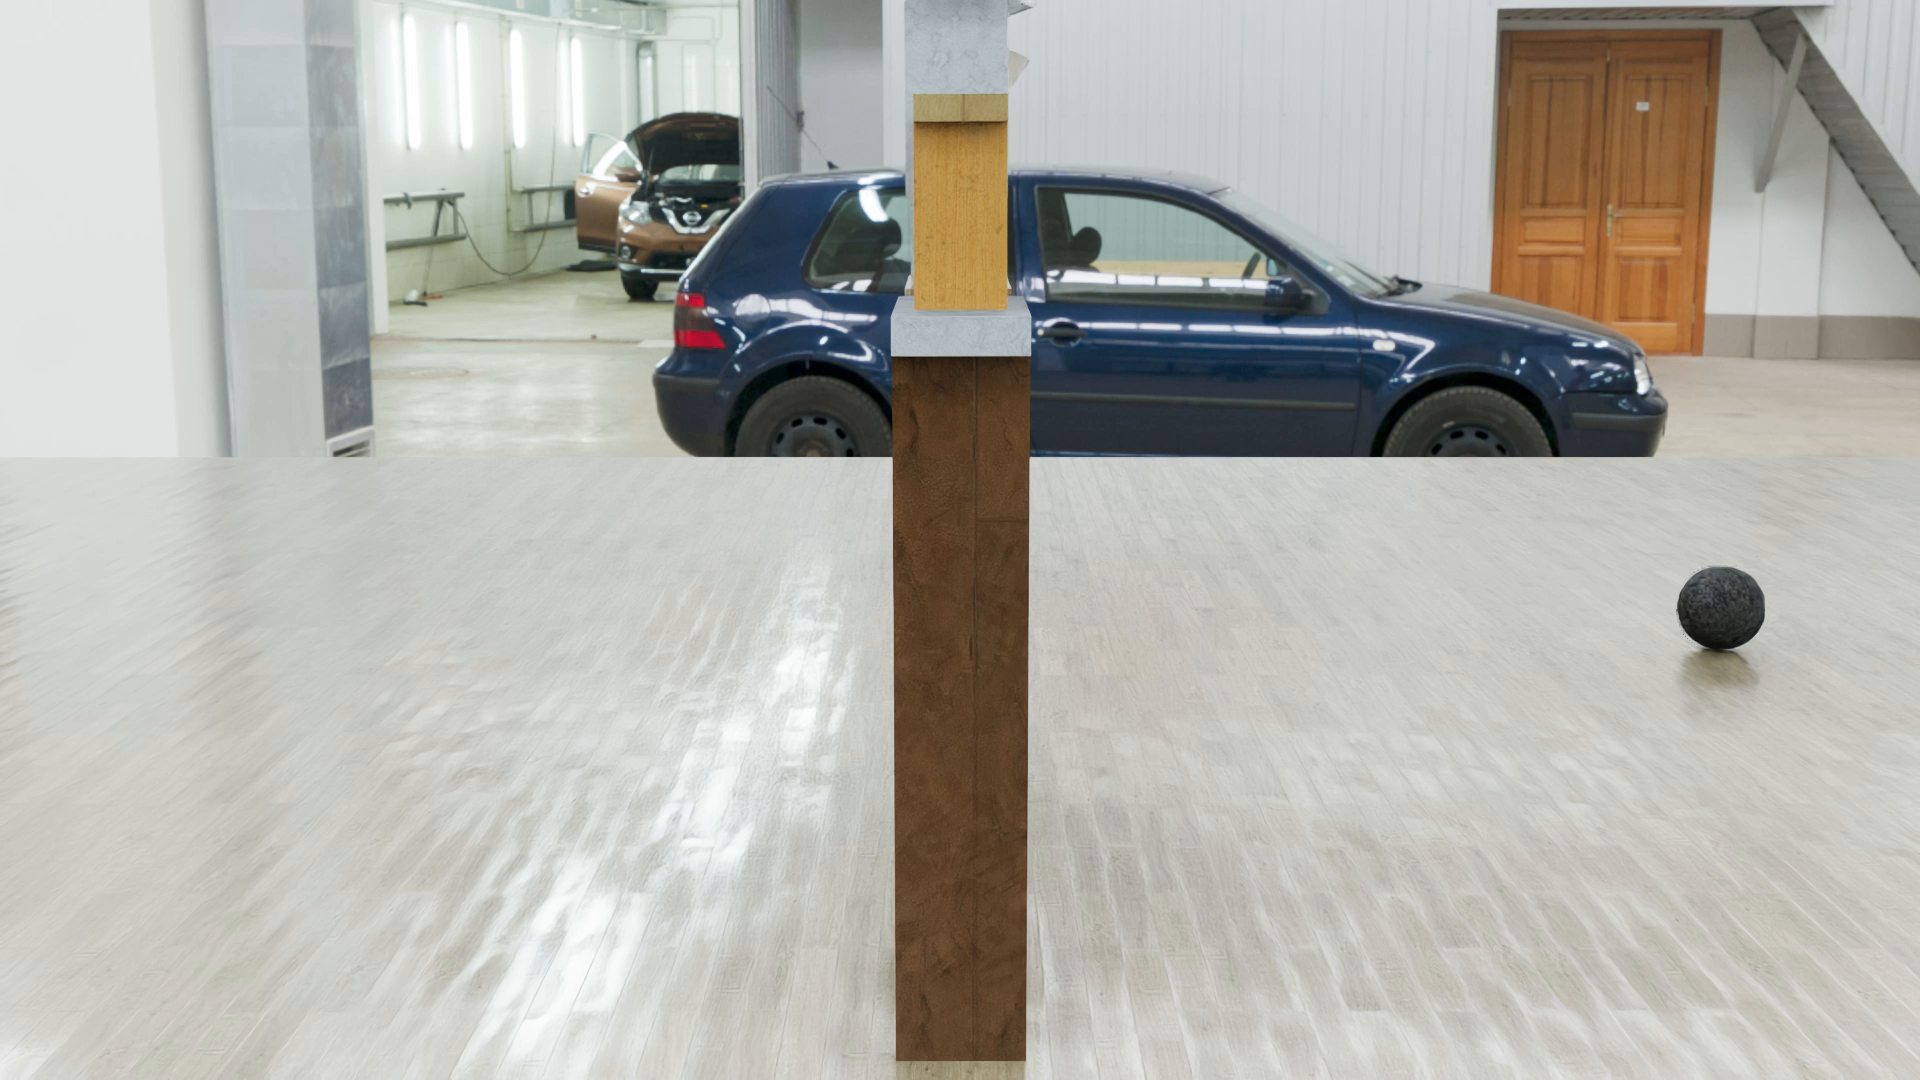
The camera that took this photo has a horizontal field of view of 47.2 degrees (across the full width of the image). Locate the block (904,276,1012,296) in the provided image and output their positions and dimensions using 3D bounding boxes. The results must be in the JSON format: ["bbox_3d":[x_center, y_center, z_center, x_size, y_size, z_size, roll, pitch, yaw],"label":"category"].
[{"bbox_3d":[-0.004,-0.421,3.797,0.176,0.050,0.352,0,11,0],"label":"block"}]

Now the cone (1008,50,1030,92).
[{"bbox_3d":[0.063,-1.169,5.793,0.212,0.212,0.212,8,-2,0],"label":"cone"}]

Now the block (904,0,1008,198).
[{"bbox_3d":[-0.006,-0.670,3.301,0.153,0.306,0.043,0,11,0],"label":"block"}]

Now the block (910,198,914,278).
[{"bbox_3d":[-0.003,-0.632,3.877,0.167,0.335,0.047,0,11,0],"label":"block"}]

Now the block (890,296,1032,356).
[{"bbox_3d":[0.001,-0.291,2.968,0.178,0.050,0.356,0,10,0],"label":"block"}]

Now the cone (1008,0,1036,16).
[{"bbox_3d":[0.003,-1.440,5.945,0.289,0.289,0.289,-44,-8,23],"label":"cone"}]

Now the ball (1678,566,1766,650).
[{"bbox_3d":[1.865,0.166,5.388,0.206,0.206,0.206,0,11,0],"label":"ball"}]

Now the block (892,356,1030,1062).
[{"bbox_3d":[0.001,0.232,2.944,0.178,0.969,0.050,0,11,0],"label":"block"}]

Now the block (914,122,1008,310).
[{"bbox_3d":[0.001,-0.427,2.893,0.122,0.244,0.035,0,10,0],"label":"block"}]

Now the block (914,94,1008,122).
[{"bbox_3d":[0.001,-0.578,2.948,0.122,0.035,0.244,0,10,0],"label":"block"}]
